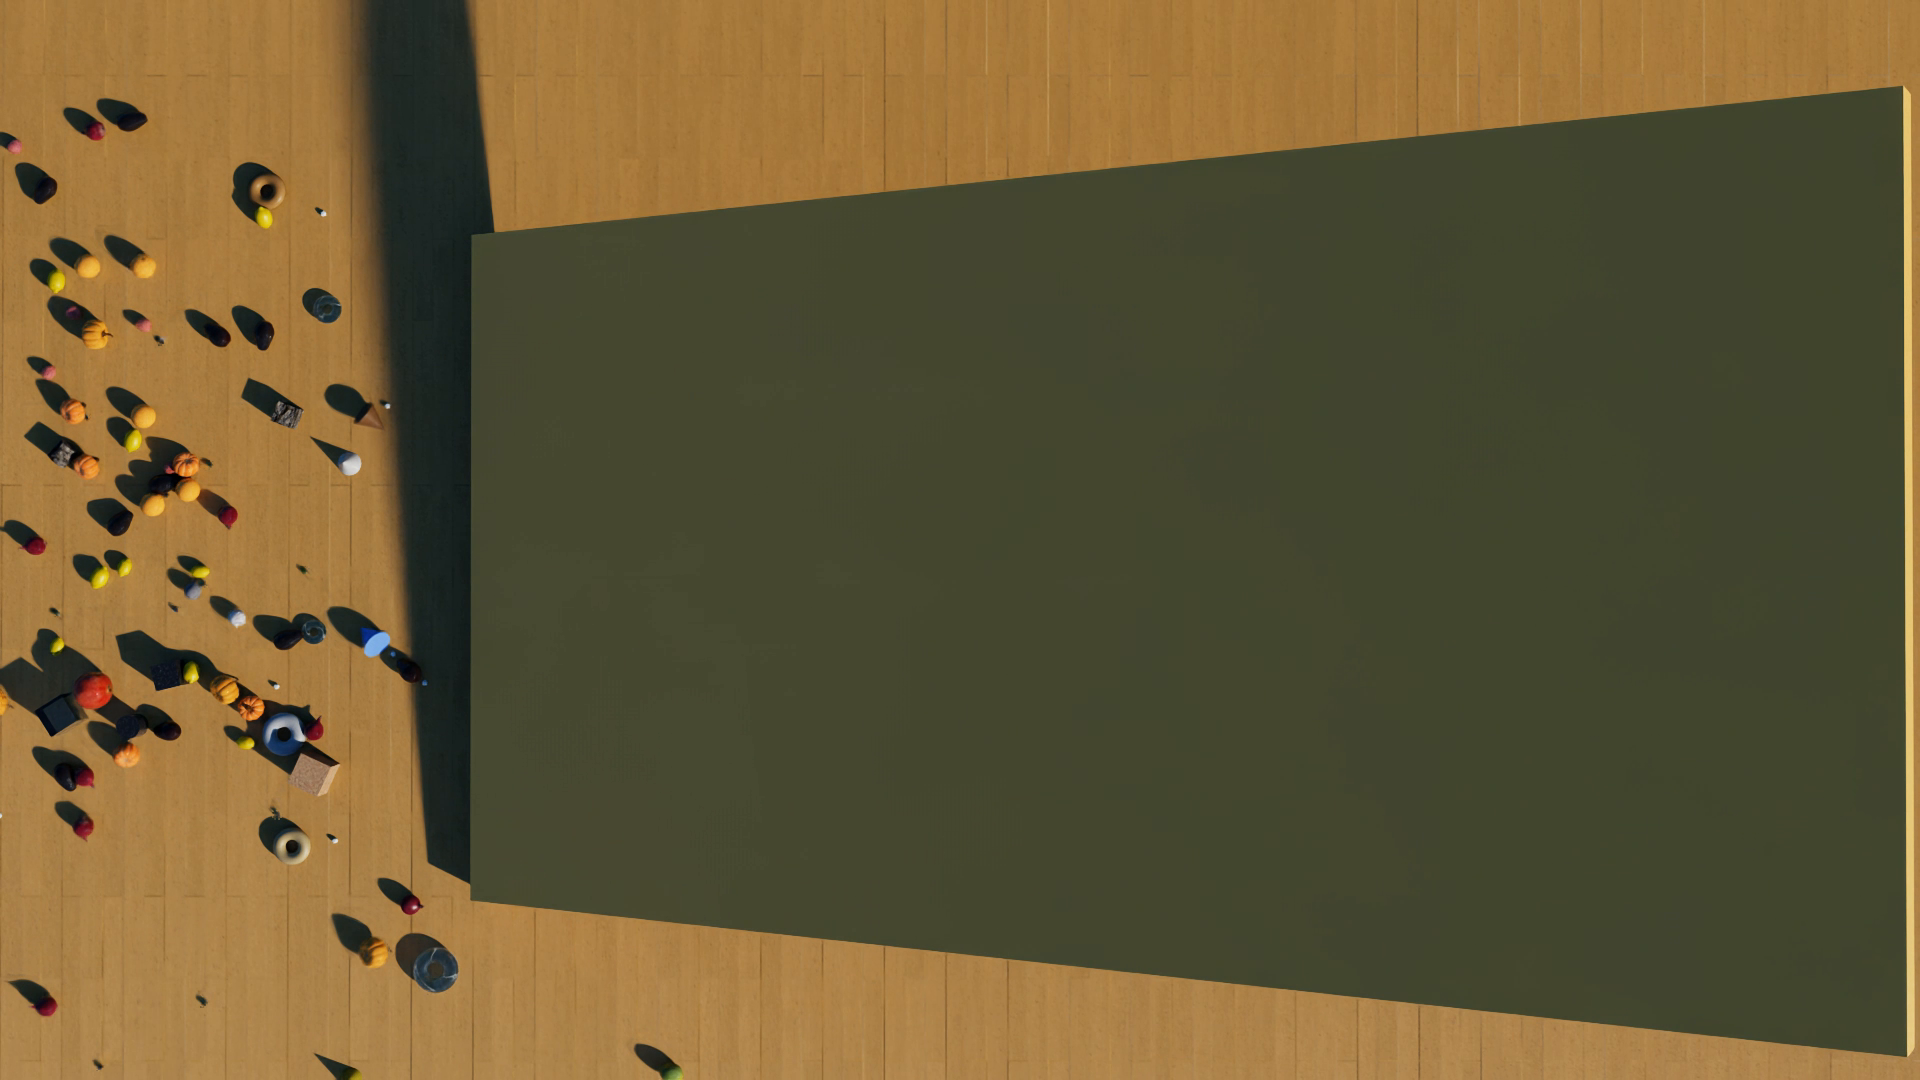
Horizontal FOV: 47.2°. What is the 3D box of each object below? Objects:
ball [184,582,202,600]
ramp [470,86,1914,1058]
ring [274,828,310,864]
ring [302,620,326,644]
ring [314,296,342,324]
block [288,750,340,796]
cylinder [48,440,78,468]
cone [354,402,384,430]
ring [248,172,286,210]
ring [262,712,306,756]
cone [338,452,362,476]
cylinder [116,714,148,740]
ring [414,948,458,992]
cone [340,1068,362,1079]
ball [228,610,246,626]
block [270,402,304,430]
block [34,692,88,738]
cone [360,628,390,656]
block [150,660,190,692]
[{"bbox_3d":[-2.323,0.154,6.668,0.050,0.050,0.050,0,89,0],"label":"ball"},{"bbox_3d":[0.264,0.073,5.610,4.000,0.100,2.000,0,89,31],"label":"ramp"},{"bbox_3d":[-2.026,0.928,6.667,0.114,0.038,0.114,0,91,0],"label":"ring"},{"bbox_3d":[-1.962,0.279,6.679,0.076,0.025,0.076,0,88,0],"label":"ring"},{"bbox_3d":[-1.923,-0.702,6.686,0.088,0.029,0.088,0,88,1],"label":"ring"},{"bbox_3d":[-1.950,0.705,6.638,0.099,0.099,0.099,25,90,0],"label":"block"},{"bbox_3d":[-2.719,-0.262,6.666,0.062,0.062,0.062,44,90,0],"label":"cylinder"},{"bbox_3d":[-1.780,-0.359,6.678,0.086,0.086,0.086,41,90,-26],"label":"cone"},{"bbox_3d":[-2.108,-1.061,6.685,0.117,0.039,0.117,0,89,1],"label":"ring"},{"bbox_3d":[-2.049,0.589,6.667,0.132,0.044,0.132,0,90,1],"label":"ring"},{"bbox_3d":[-1.859,-0.233,6.660,0.072,0.072,0.072,0,89,0],"label":"cone"},{"bbox_3d":[-2.504,0.564,6.653,0.072,0.072,0.072,0,89,0],"label":"cylinder"},{"bbox_3d":[-1.587,1.302,6.660,0.139,0.046,0.139,0,90,1],"label":"ring"},{"bbox_3d":[-1.850,1.635,6.645,0.068,0.068,0.068,0,89,0],"label":"cone"},{"bbox_3d":[-2.191,0.238,6.666,0.052,0.052,0.052,0,89,0],"label":"ball"},{"bbox_3d":[-2.039,-0.378,6.666,0.064,0.064,0.064,21,90,0],"label":"block"},{"bbox_3d":[-2.713,0.528,6.643,0.093,0.093,0.093,-32,90,0],"label":"block"},{"bbox_3d":[-1.795,0.292,6.671,0.090,0.090,0.090,37,90,27],"label":"cone"},{"bbox_3d":[-2.390,0.409,6.652,0.077,0.077,0.077,-14,89,0],"label":"block"}]
